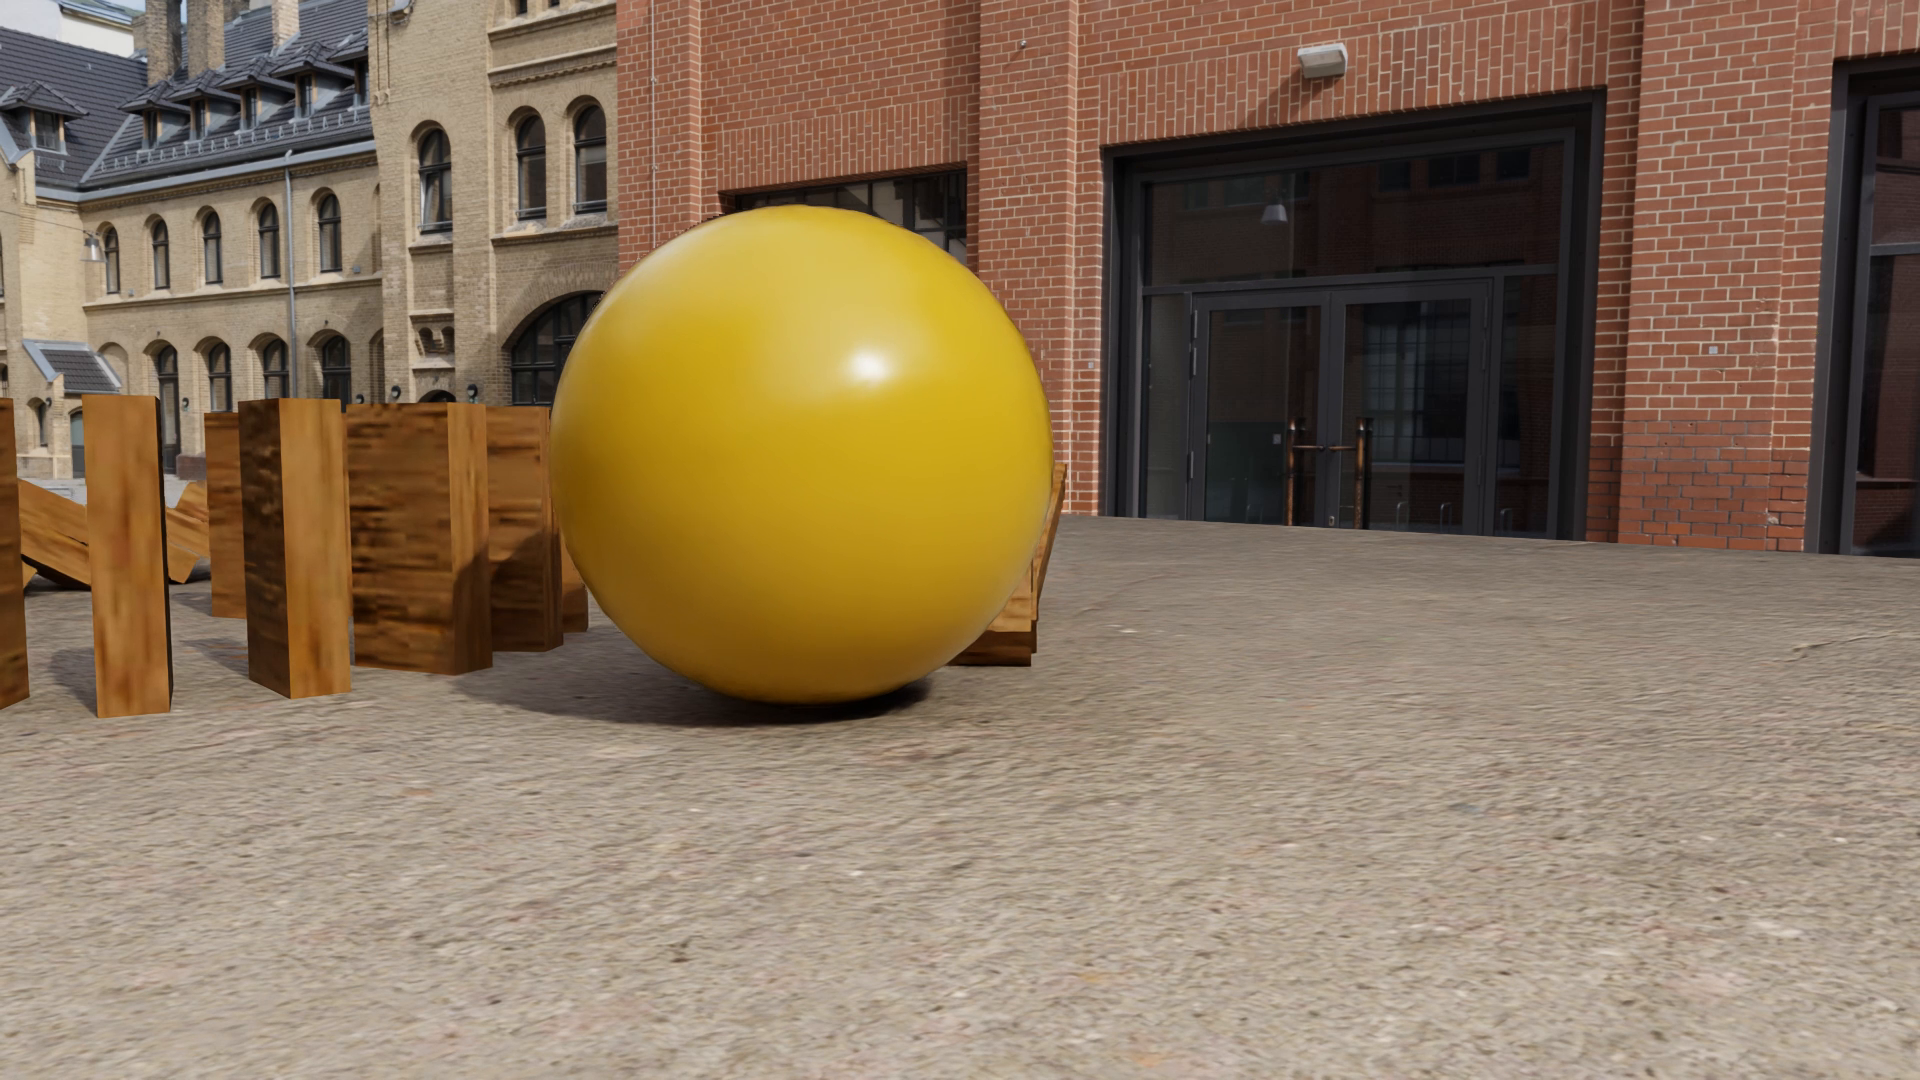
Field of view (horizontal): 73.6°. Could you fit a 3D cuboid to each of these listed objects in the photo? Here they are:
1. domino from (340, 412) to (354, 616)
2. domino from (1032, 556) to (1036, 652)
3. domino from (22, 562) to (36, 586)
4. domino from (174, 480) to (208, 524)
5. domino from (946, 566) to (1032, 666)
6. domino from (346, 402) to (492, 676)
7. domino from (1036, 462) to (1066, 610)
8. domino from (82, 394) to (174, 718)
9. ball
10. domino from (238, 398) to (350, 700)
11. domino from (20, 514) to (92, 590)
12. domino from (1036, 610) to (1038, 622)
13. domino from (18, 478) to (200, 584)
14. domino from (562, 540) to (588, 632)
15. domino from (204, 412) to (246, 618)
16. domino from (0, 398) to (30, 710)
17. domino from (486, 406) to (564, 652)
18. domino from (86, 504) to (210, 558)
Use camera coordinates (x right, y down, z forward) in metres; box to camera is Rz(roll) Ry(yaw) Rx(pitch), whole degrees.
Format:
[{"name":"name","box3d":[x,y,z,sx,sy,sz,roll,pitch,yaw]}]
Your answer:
[{"name":"domino","box3d":[-0.152,-0.007,0.327,0.010,0.050,0.025,-1,4,-13]},{"name":"domino","box3d":[0.004,0.003,0.278,0.025,0.009,0.050,0,42,3]},{"name":"domino","box3d":[-0.278,-0.002,0.341,0.025,0.010,0.050,2,-32,29]},{"name":"domino","box3d":[-0.224,-0.004,0.418,0.050,0.010,0.025,26,-4,-18]},{"name":"domino","box3d":[0.002,0.004,0.262,0.025,0.010,0.050,0,42,4]},{"name":"domino","box3d":[-0.103,-0.001,0.243,0.025,0.050,0.010,2,5,23]},{"name":"domino","box3d":[0.009,-0.001,0.310,0.025,0.010,0.050,7,43,11]},{"name":"domino","box3d":[-0.136,0.002,0.210,0.009,0.050,0.025,-3,5,-30]},{"name":"ball","box3d":[-0.025,-0.013,0.208,0.080,0.080,0.080,0,4,0]},{"name":"domino","box3d":[-0.117,0.001,0.224,0.010,0.050,0.025,-4,6,-43]},{"name":"domino","box3d":[-0.269,-0.002,0.361,0.025,0.009,0.050,3,-27,33]},{"name":"domino","box3d":[0.008,0.000,0.325,0.025,0.009,0.050,0,40,4]},{"name":"domino","box3d":[-0.258,-0.002,0.382,0.025,0.010,0.050,4,-23,43]},{"name":"domino","box3d":[-0.098,-0.004,0.290,0.025,0.050,0.009,-1,4,-12]},{"name":"domino","box3d":[-0.171,-0.006,0.314,0.025,0.050,0.010,2,5,21]},{"name":"domino","box3d":[-0.158,0.002,0.201,0.009,0.050,0.025,-1,4,-15]},{"name":"domino","box3d":[-0.097,-0.002,0.267,0.025,0.050,0.009,0,4,5]},{"name":"domino","box3d":[-0.243,-0.003,0.401,0.050,0.009,0.025,31,-14,-33]}]
